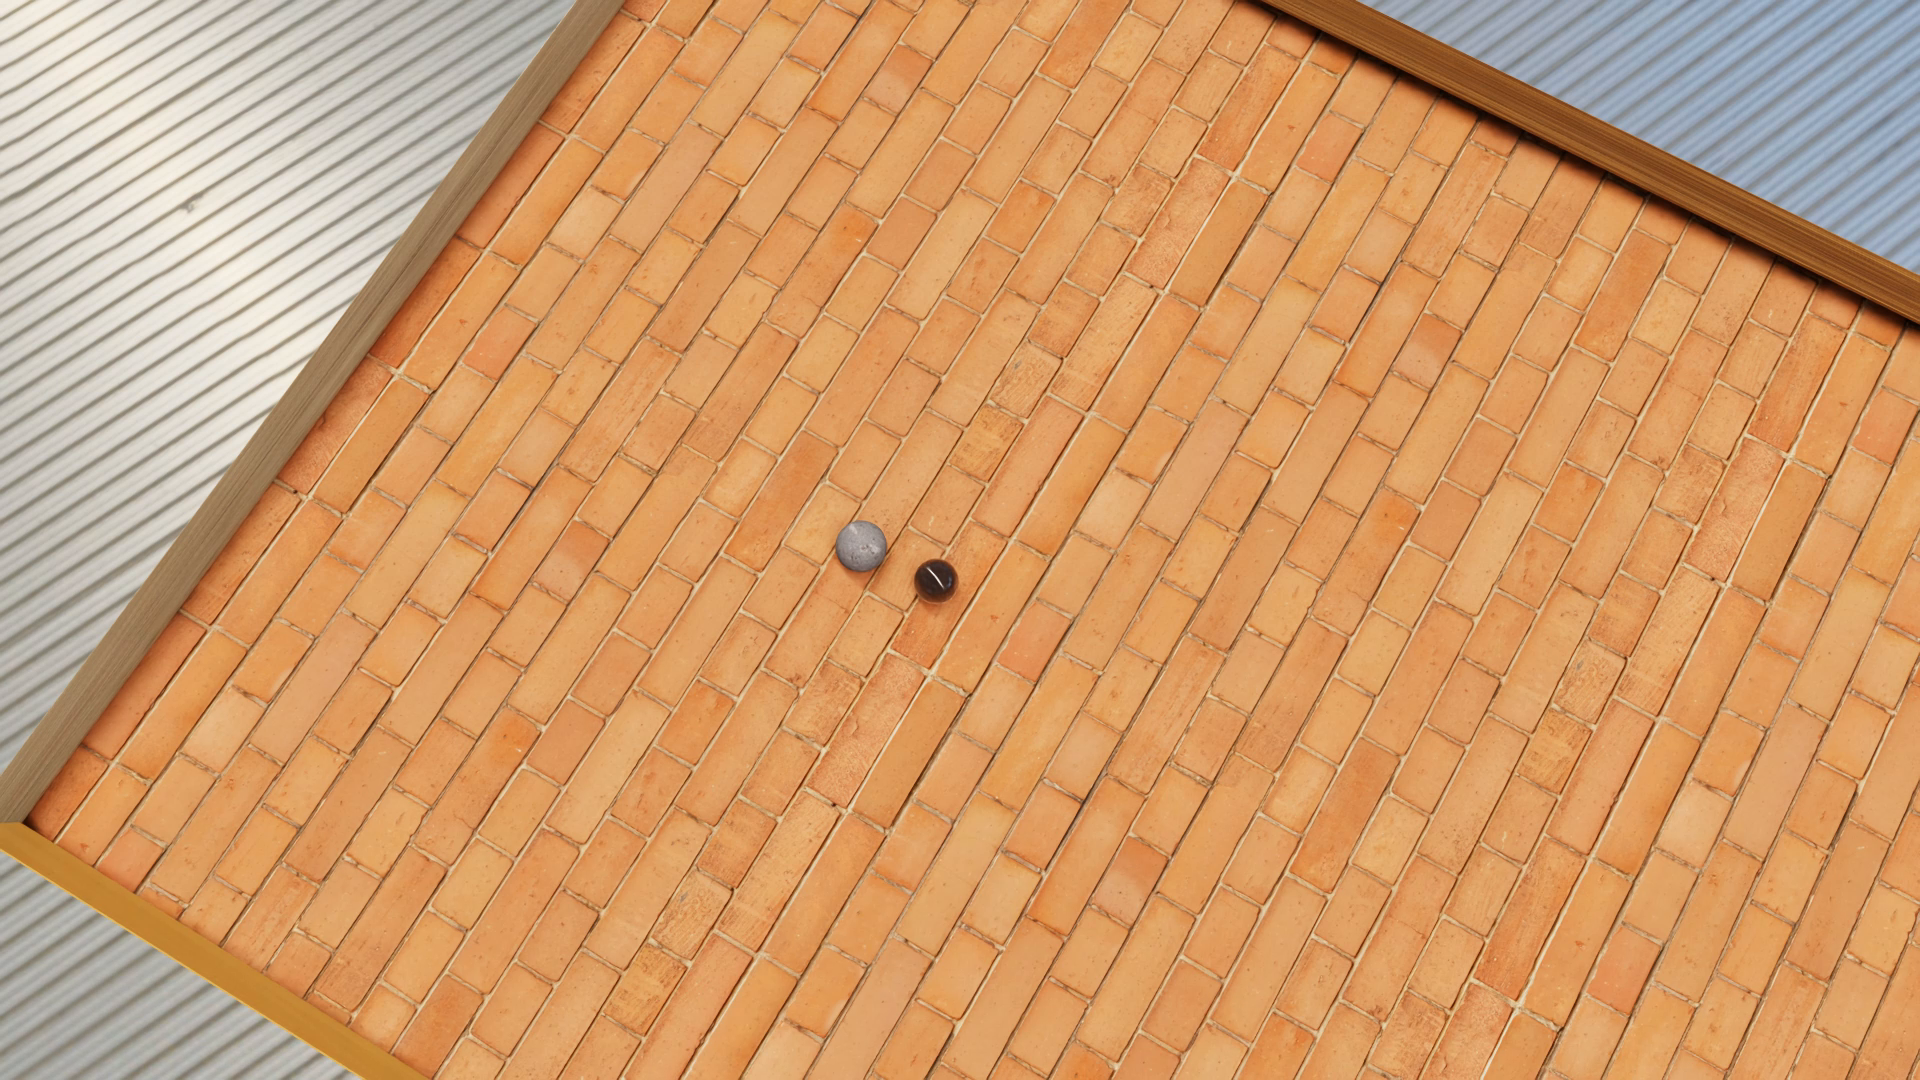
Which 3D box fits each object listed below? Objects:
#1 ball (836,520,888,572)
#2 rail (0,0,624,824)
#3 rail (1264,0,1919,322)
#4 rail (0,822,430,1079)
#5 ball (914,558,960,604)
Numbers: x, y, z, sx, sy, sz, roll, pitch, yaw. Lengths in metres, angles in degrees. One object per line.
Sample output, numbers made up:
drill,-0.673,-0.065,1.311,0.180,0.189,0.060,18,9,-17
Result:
ball,-0.153,0.010,3.415,0.081,0.081,0.081,0,71,0
rail,-0.861,-0.480,3.571,0.045,0.105,2.271,29,73,10
rail,1.442,-0.425,3.552,4.084,0.105,0.045,29,73,10
rail,0.320,1.388,2.921,4.084,0.105,0.045,29,73,10
ball,-0.037,0.064,3.401,0.072,0.072,0.072,0,71,0
